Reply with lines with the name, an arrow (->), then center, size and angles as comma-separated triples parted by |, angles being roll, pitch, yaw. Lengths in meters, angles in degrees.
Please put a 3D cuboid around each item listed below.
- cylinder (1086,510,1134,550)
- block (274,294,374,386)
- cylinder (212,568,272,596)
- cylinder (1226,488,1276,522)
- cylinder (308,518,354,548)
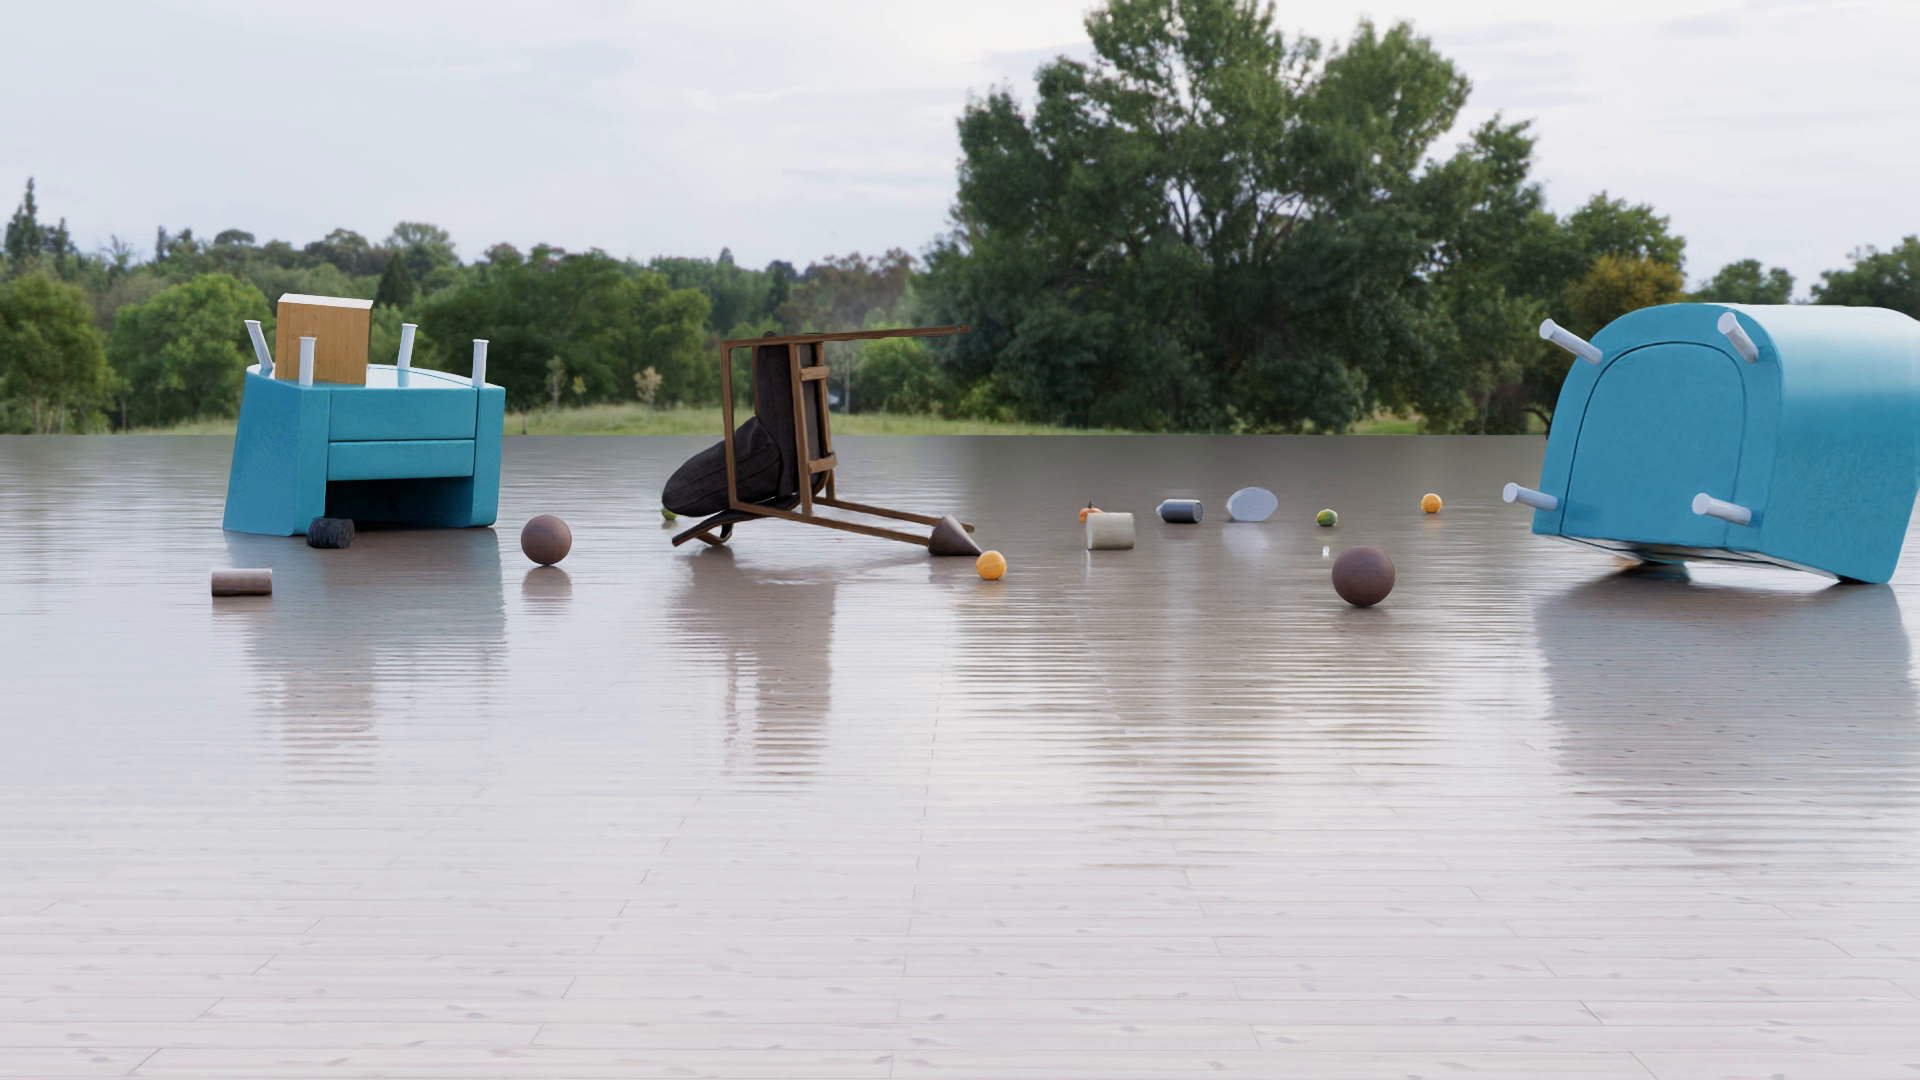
cylinder -> 0.423, -0.027, 6.189 | 0.119, 0.095, 0.128 | -3, 32, -5
block -> -1.987, -0.629, 6.877 | 0.271, 0.238, 0.273 | 3, 11, -13
cylinder -> -1.571, 0.091, 4.812 | 0.125, 0.048, 0.122 | -1, 18, -17
cylinder -> 0.995, -0.121, 7.499 | 0.159, 0.107, 0.174 | -16, 3, 4
cylinder -> -1.778, -0.019, 6.216 | 0.096, 0.075, 0.096 | 1, 43, 17
